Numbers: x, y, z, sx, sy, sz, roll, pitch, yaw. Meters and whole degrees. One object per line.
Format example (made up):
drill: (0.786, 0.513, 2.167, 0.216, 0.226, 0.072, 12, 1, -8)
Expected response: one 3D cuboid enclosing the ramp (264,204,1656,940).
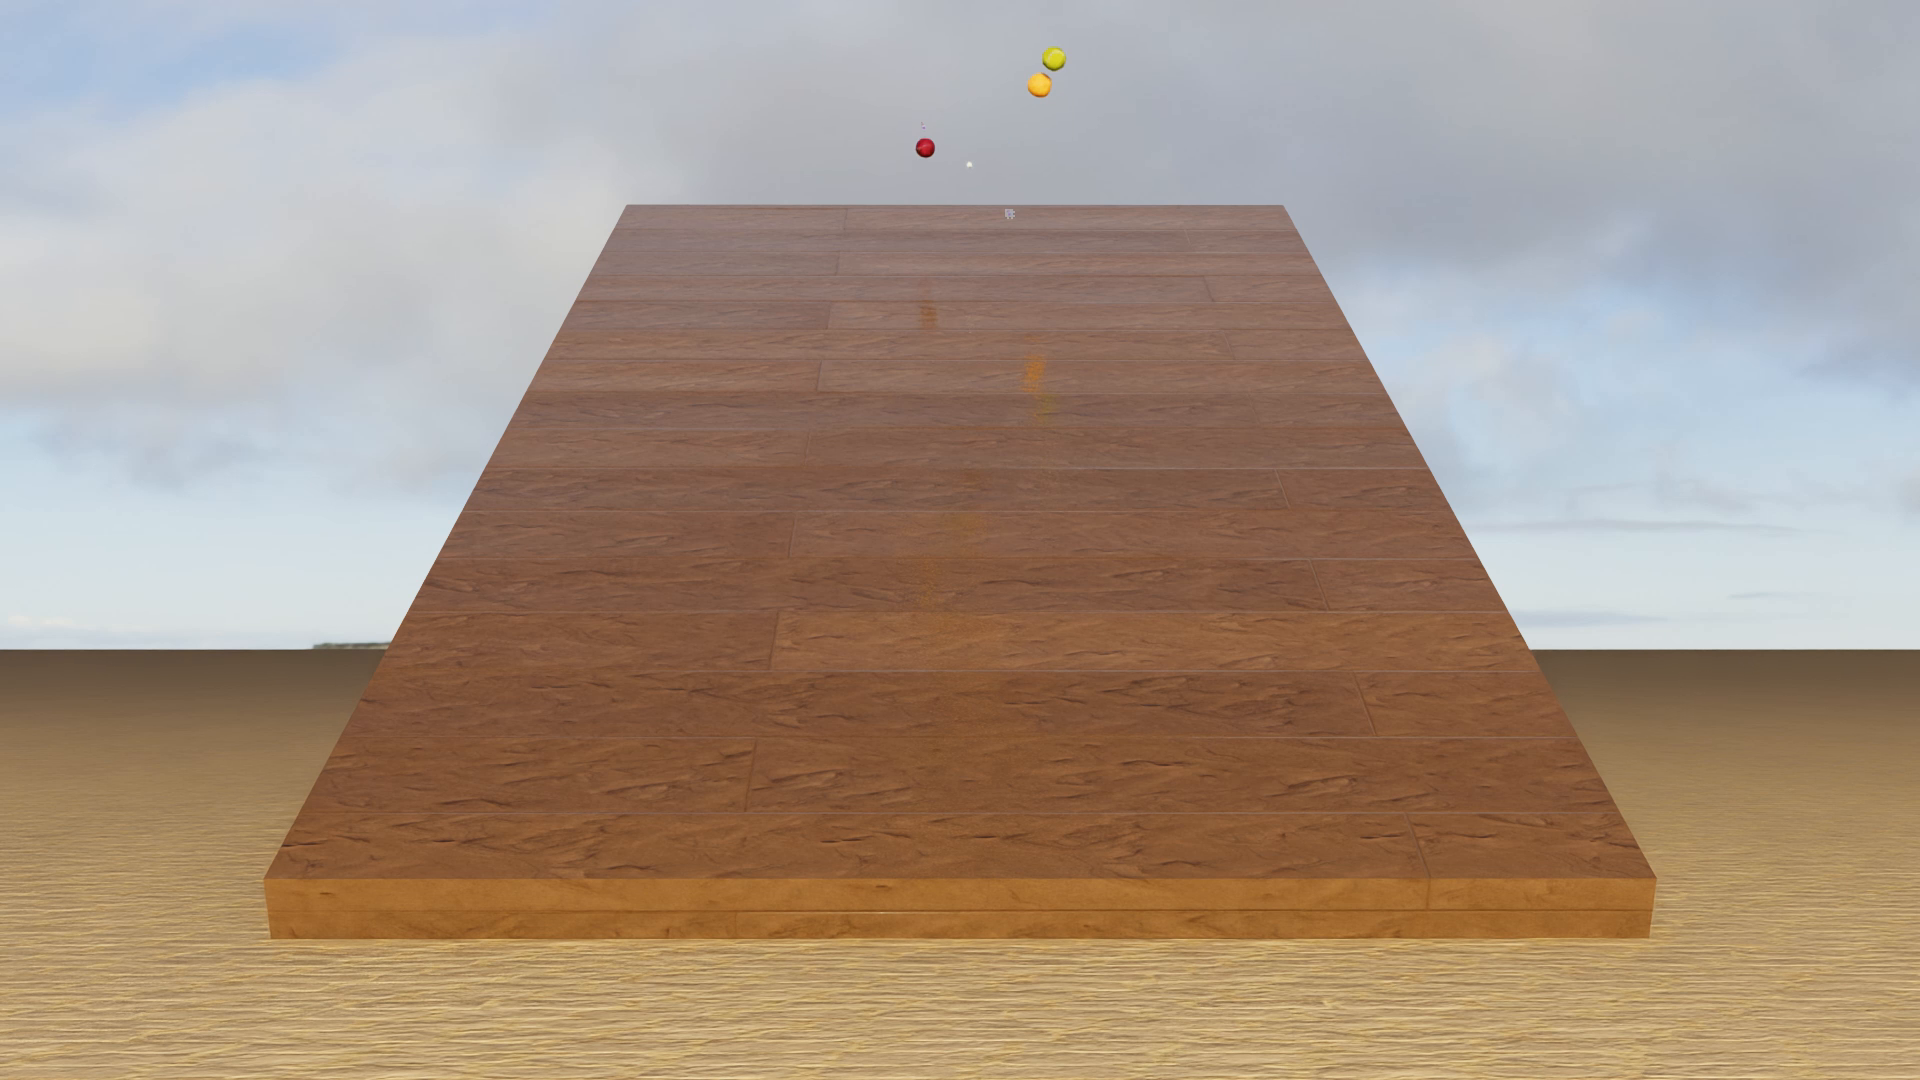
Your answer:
ramp: (-0.007, -0.222, 5.170, 2.000, 0.100, 4.000, 0, 22, 0)
